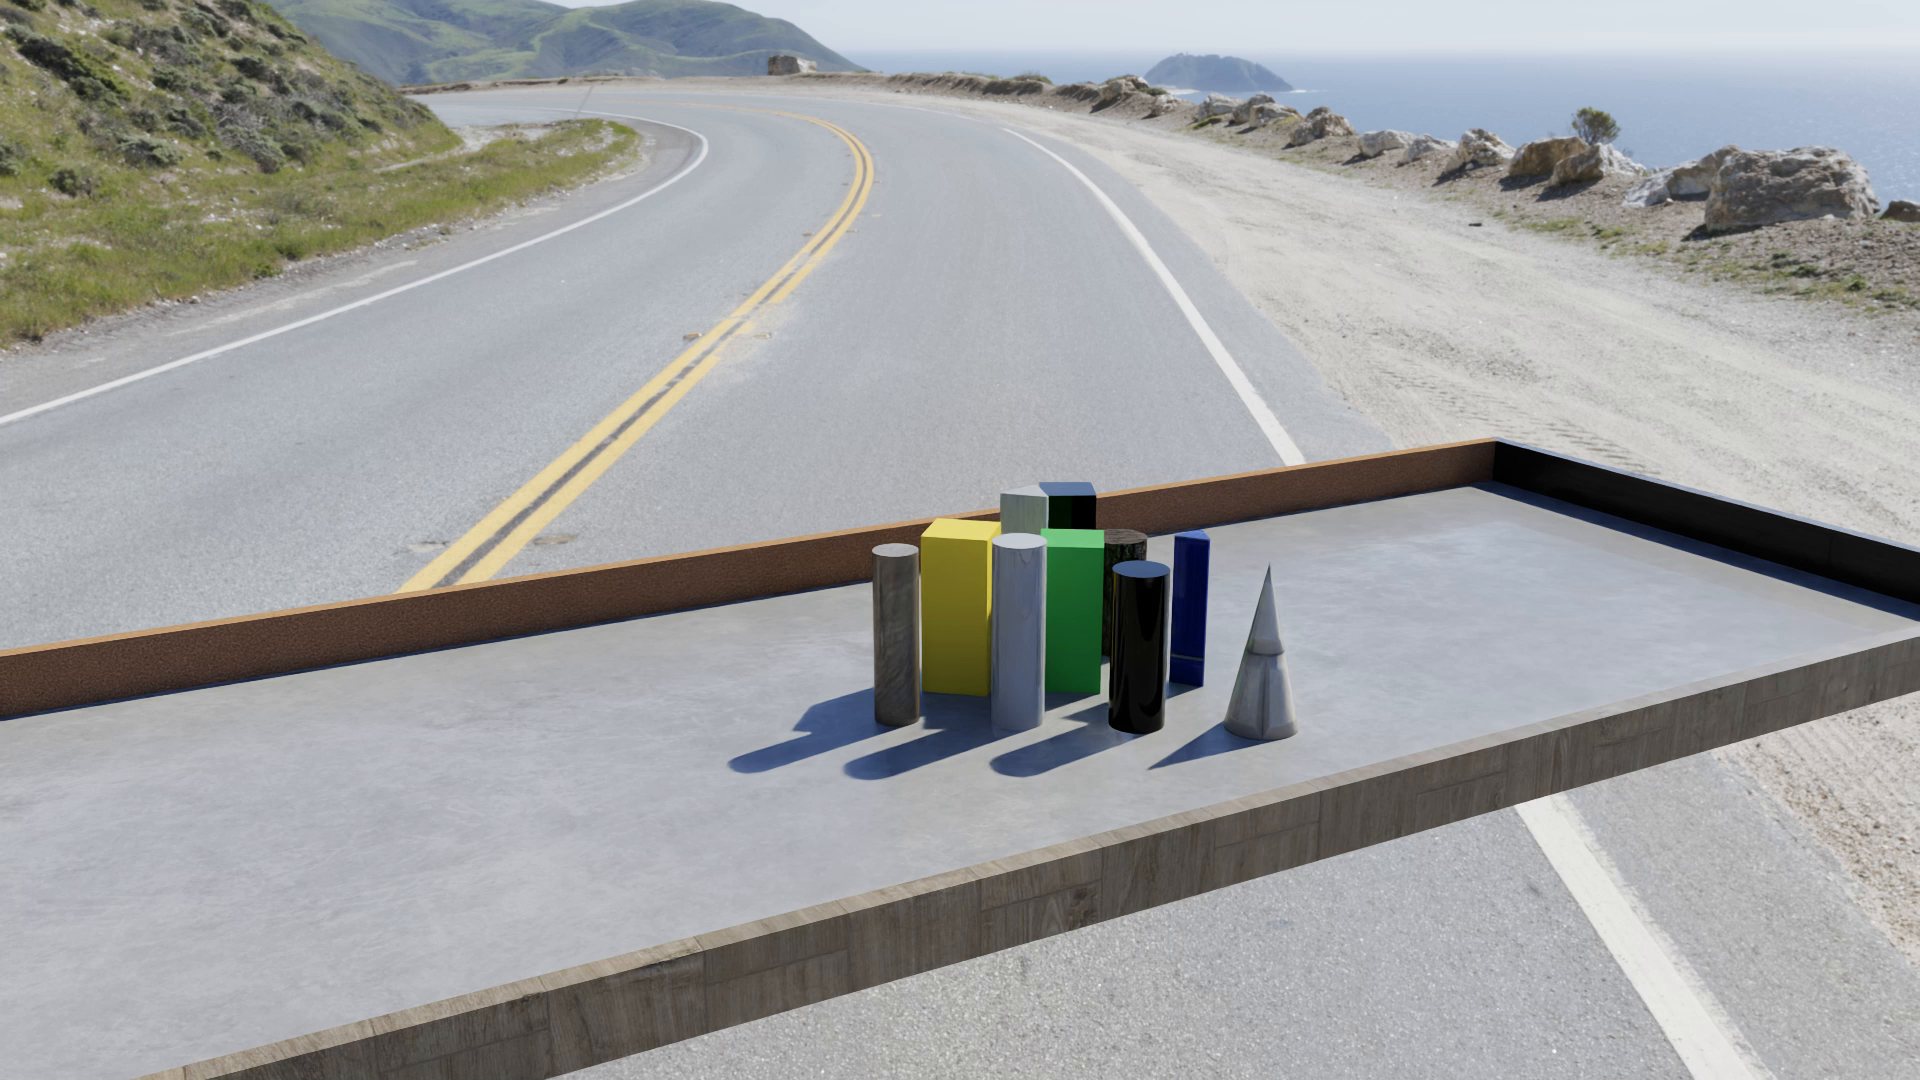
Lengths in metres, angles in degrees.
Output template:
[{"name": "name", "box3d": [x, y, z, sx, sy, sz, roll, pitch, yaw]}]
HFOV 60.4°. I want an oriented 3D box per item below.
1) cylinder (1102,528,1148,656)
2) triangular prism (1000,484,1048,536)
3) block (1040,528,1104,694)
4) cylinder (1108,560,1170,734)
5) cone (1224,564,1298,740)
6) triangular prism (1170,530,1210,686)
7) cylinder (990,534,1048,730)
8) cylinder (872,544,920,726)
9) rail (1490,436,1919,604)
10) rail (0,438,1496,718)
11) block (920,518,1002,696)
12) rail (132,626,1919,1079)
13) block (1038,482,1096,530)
[{"name": "cylinder", "box3d": [0.414, 0.137, 4.344, 0.147, 0.306, 0.147, 0, 16, 0]}, {"name": "triangular prism", "box3d": [0.181, 0.074, 4.347, 0.127, 0.427, 0.110, 5, 17, 17]}, {"name": "block", "box3d": [0.275, 0.175, 4.093, 0.156, 0.375, 0.156, 1, 16, 4]}, {"name": "cylinder", "box3d": [0.415, 0.249, 3.834, 0.133, 0.380, 0.133, 0, 16, 0]}, {"name": "cone", "box3d": [0.705, 0.244, 3.811, 0.173, 0.402, 0.173, 0, 16, 0]}, {"name": "triangular prism", "box3d": [0.582, 0.167, 4.108, 0.089, 0.382, 0.077, 7, 18, 24]}, {"name": "cylinder", "box3d": [0.136, 0.214, 3.844, 0.128, 0.442, 0.128, 0, 16, 0]}, {"name": "cylinder", "box3d": [-0.149, 0.223, 3.858, 0.107, 0.417, 0.107, 0, 16, 0]}, {"name": "rail", "box3d": [2.466, -0.048, 5.253, 0.050, 0.150, 2.100, -9, 18, -27]}, {"name": "rail", "box3d": [-3.305, 0.497, 3.399, 12.000, 0.150, 0.050, -9, 18, -27]}, {"name": "block", "box3d": [0.004, 0.165, 4.085, 0.164, 0.399, 0.164, 4, 17, 12]}, {"name": "rail", "box3d": [-2.336, 1.006, 1.665, 12.000, 0.150, 0.050, -9, 18, -27]}, {"name": "block", "box3d": [0.297, 0.029, 4.622, 0.147, 0.357, 0.147, 0, 16, -2]}]
